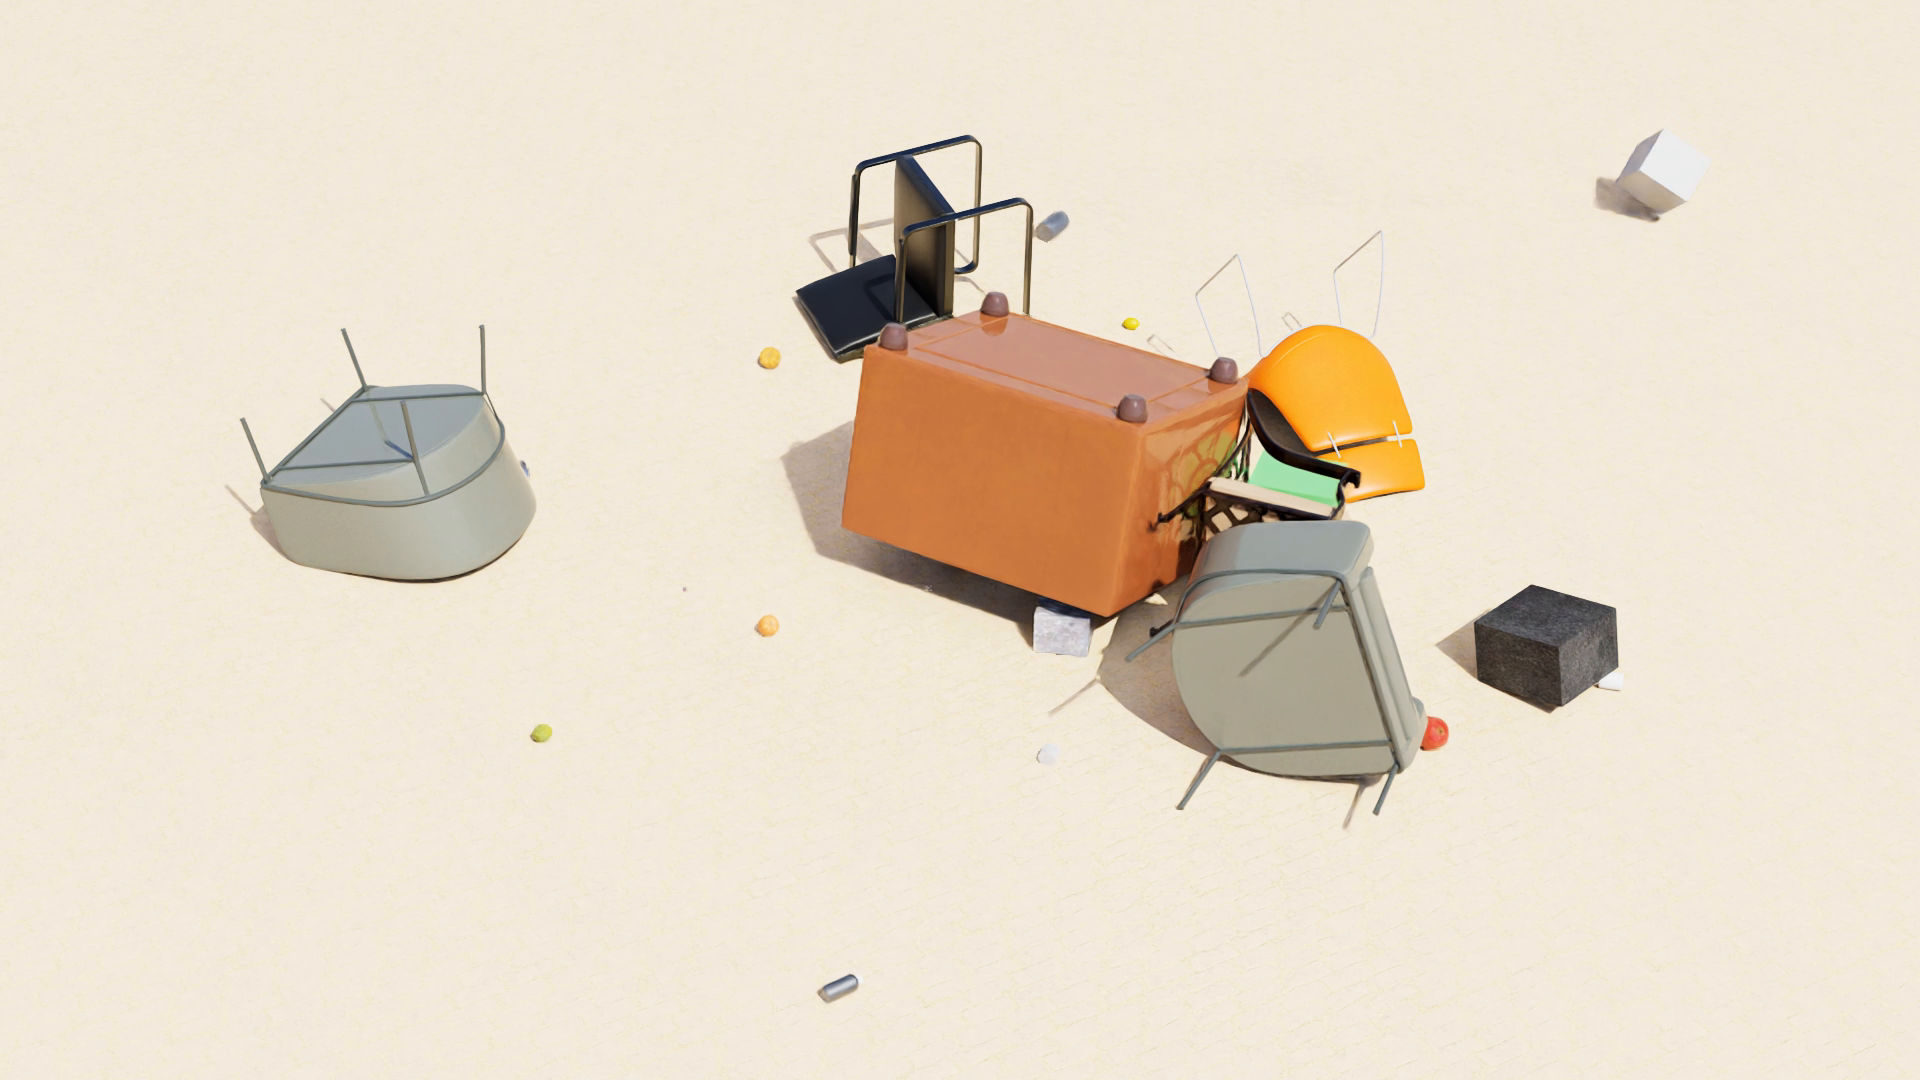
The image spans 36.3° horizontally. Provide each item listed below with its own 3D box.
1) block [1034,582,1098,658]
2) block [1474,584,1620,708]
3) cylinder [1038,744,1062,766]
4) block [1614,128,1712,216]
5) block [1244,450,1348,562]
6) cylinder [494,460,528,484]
[{"bbox_3d":[0.373,0.281,10.368,0.193,0.162,0.200,6,34,8],"label":"block"},{"bbox_3d":[2.026,0.361,10.127,0.334,0.231,0.353,-29,32,-36],"label":"block"},{"bbox_3d":[0.302,0.718,9.809,0.062,0.051,0.056,17,45,13],"label":"cylinder"},{"bbox_3d":[3.117,-1.632,13.013,0.255,0.303,0.223,32,81,-5],"label":"block"},{"bbox_3d":[1.246,-0.128,10.886,0.321,0.278,0.260,10,35,15],"label":"block"},{"bbox_3d":[-1.731,-0.265,11.302,0.118,0.046,0.121,-21,25,-8],"label":"cylinder"}]
